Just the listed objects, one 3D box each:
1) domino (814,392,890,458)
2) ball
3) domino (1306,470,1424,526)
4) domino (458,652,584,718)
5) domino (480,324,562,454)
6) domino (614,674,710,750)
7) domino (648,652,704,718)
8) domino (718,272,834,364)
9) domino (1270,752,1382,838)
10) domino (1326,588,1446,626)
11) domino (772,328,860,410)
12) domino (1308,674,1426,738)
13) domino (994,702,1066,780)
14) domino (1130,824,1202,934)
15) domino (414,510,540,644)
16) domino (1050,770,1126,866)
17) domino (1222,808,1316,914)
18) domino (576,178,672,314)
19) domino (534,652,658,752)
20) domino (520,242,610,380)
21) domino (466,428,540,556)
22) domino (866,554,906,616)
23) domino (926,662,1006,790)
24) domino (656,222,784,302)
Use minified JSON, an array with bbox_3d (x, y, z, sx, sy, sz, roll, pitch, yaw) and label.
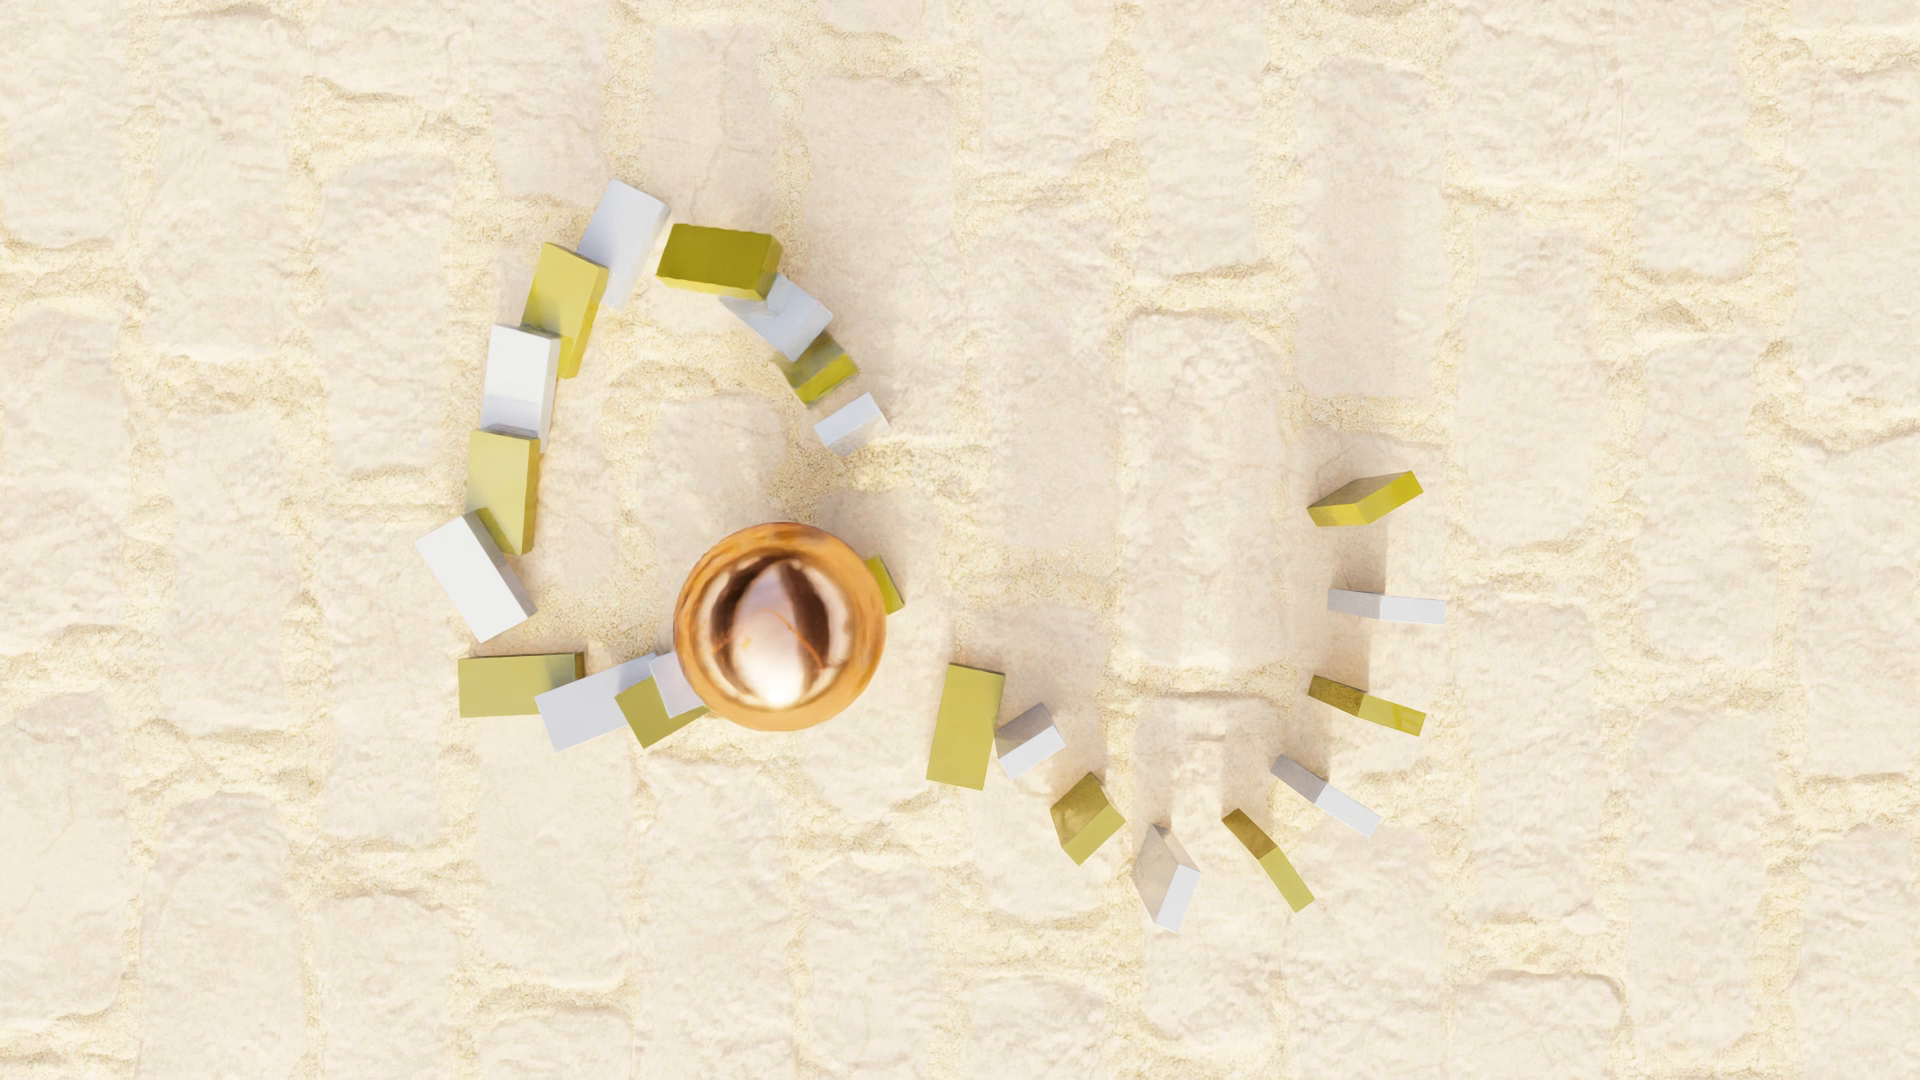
[{"bbox_3d":[-0.043,-0.046,0.375,0.025,0.050,0.009,-32,90,0],"label":"domino"},{"bbox_3d":[-0.068,0.033,0.351,0.080,0.080,0.080,0,90,0],"label":"ball"},{"bbox_3d":[0.164,-0.016,0.375,0.025,0.050,0.009,-30,90,0],"label":"domino"},{"bbox_3d":[-0.189,0.062,0.395,0.050,0.010,0.025,-3,90,0],"label":"domino"},{"bbox_3d":[-0.187,-0.064,0.389,0.025,0.009,0.050,15,106,0],"label":"domino"},{"bbox_3d":[-0.116,0.064,0.388,0.050,0.009,0.025,-30,90,-18],"label":"domino"},{"bbox_3d":[-0.101,0.053,0.383,0.050,0.009,0.025,-21,87,-22],"label":"domino"},{"bbox_3d":[-0.078,-0.097,0.383,0.050,0.010,0.025,40,90,31],"label":"domino"},{"bbox_3d":[0.148,0.103,0.375,0.025,0.050,0.009,31,90,0],"label":"domino"},{"bbox_3d":[0.173,0.027,0.375,0.025,0.050,0.010,5,90,0],"label":"domino"},{"bbox_3d":[-0.060,-0.073,0.377,0.025,0.050,0.010,-37,124,0],"label":"domino"},{"bbox_3d":[0.165,0.067,0.375,0.025,0.050,0.010,18,90,0],"label":"domino"},{"bbox_3d":[0.028,0.081,0.375,0.025,0.050,0.009,-32,90,0],"label":"domino"},{"bbox_3d":[0.083,0.137,0.375,0.009,0.050,0.025,22,90,0],"label":"domino"},{"bbox_3d":[-0.205,0.016,0.389,0.025,0.009,0.050,-26,101,8],"label":"domino"},{"bbox_3d":[0.051,0.113,0.375,0.025,0.050,0.010,-43,90,0],"label":"domino"},{"bbox_3d":[0.125,0.130,0.375,0.010,0.050,0.025,-35,90,0],"label":"domino"},{"bbox_3d":[-0.148,-0.127,0.395,0.025,0.009,0.050,26,90,0],"label":"domino"},{"bbox_3d":[-0.150,0.068,0.389,0.050,0.009,0.025,-20,90,-16],"label":"domino"},{"bbox_3d":[-0.169,-0.097,0.389,0.025,0.009,0.050,25,106,0],"label":"domino"},{"bbox_3d":[-0.195,-0.020,0.390,0.025,0.009,0.050,11,103,0],"label":"domino"},{"bbox_3d":[-0.052,0.029,0.395,0.050,0.009,0.025,-26,90,0],"label":"domino"},{"bbox_3d":[0.002,0.080,0.395,0.025,0.010,0.050,12,90,0],"label":"domino"},{"bbox_3d":[-0.101,-0.117,0.385,0.050,0.010,0.025,13,81,20],"label":"domino"}]
